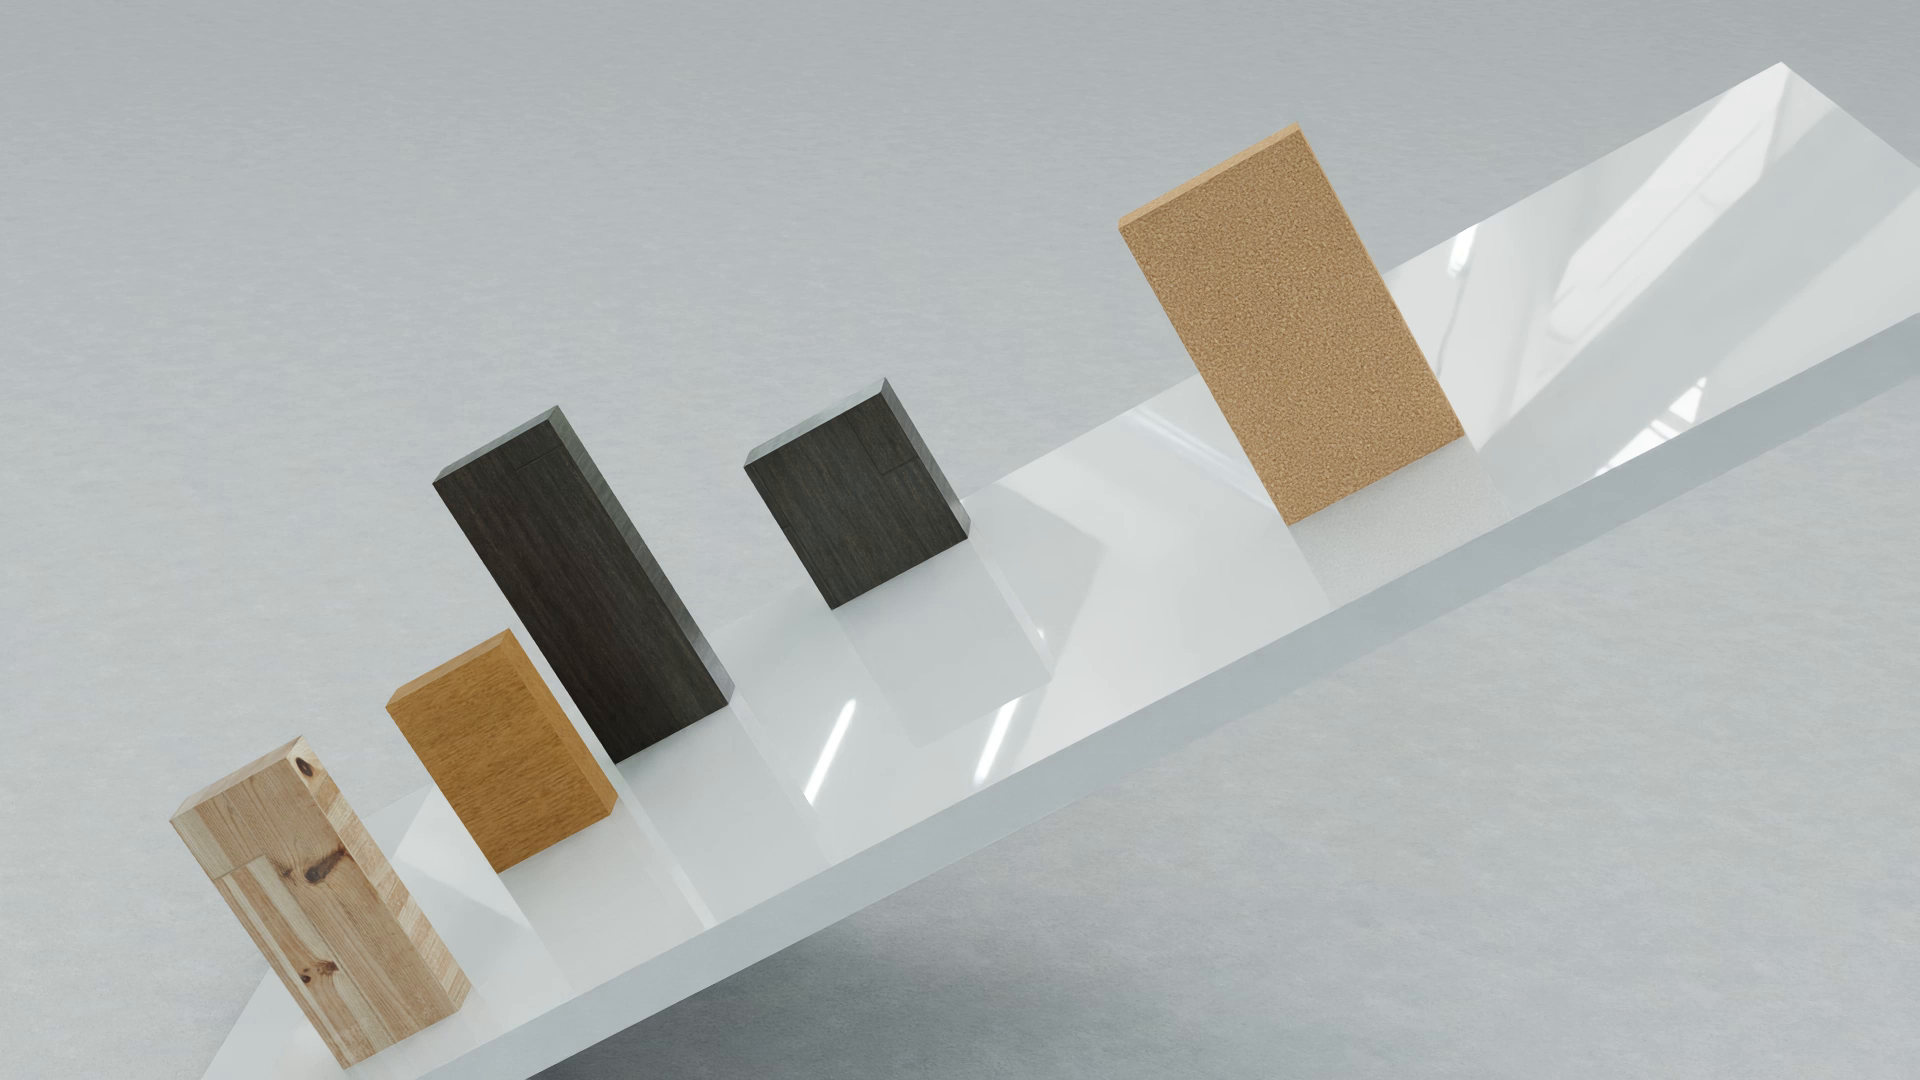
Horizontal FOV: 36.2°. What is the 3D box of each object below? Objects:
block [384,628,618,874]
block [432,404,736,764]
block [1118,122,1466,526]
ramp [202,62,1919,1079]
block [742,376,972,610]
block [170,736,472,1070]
[{"bbox_3d":[-1.007,0.466,6.480,0.299,0.453,0.110,-28,15,12],"label":"block"},{"bbox_3d":[-0.854,0.106,6.725,0.312,0.778,0.118,-28,15,12],"label":"block"},{"bbox_3d":[0.637,-0.409,5.647,0.385,0.678,0.089,-28,15,12],"label":"block"},{"bbox_3d":[0.142,0.168,6.284,4.000,0.100,2.000,-28,15,12],"label":"ramp"},{"bbox_3d":[-0.241,-0.109,6.960,0.375,0.407,0.137,-28,15,12],"label":"block"},{"bbox_3d":[-1.258,0.719,5.812,0.278,0.616,0.113,-28,15,12],"label":"block"}]
